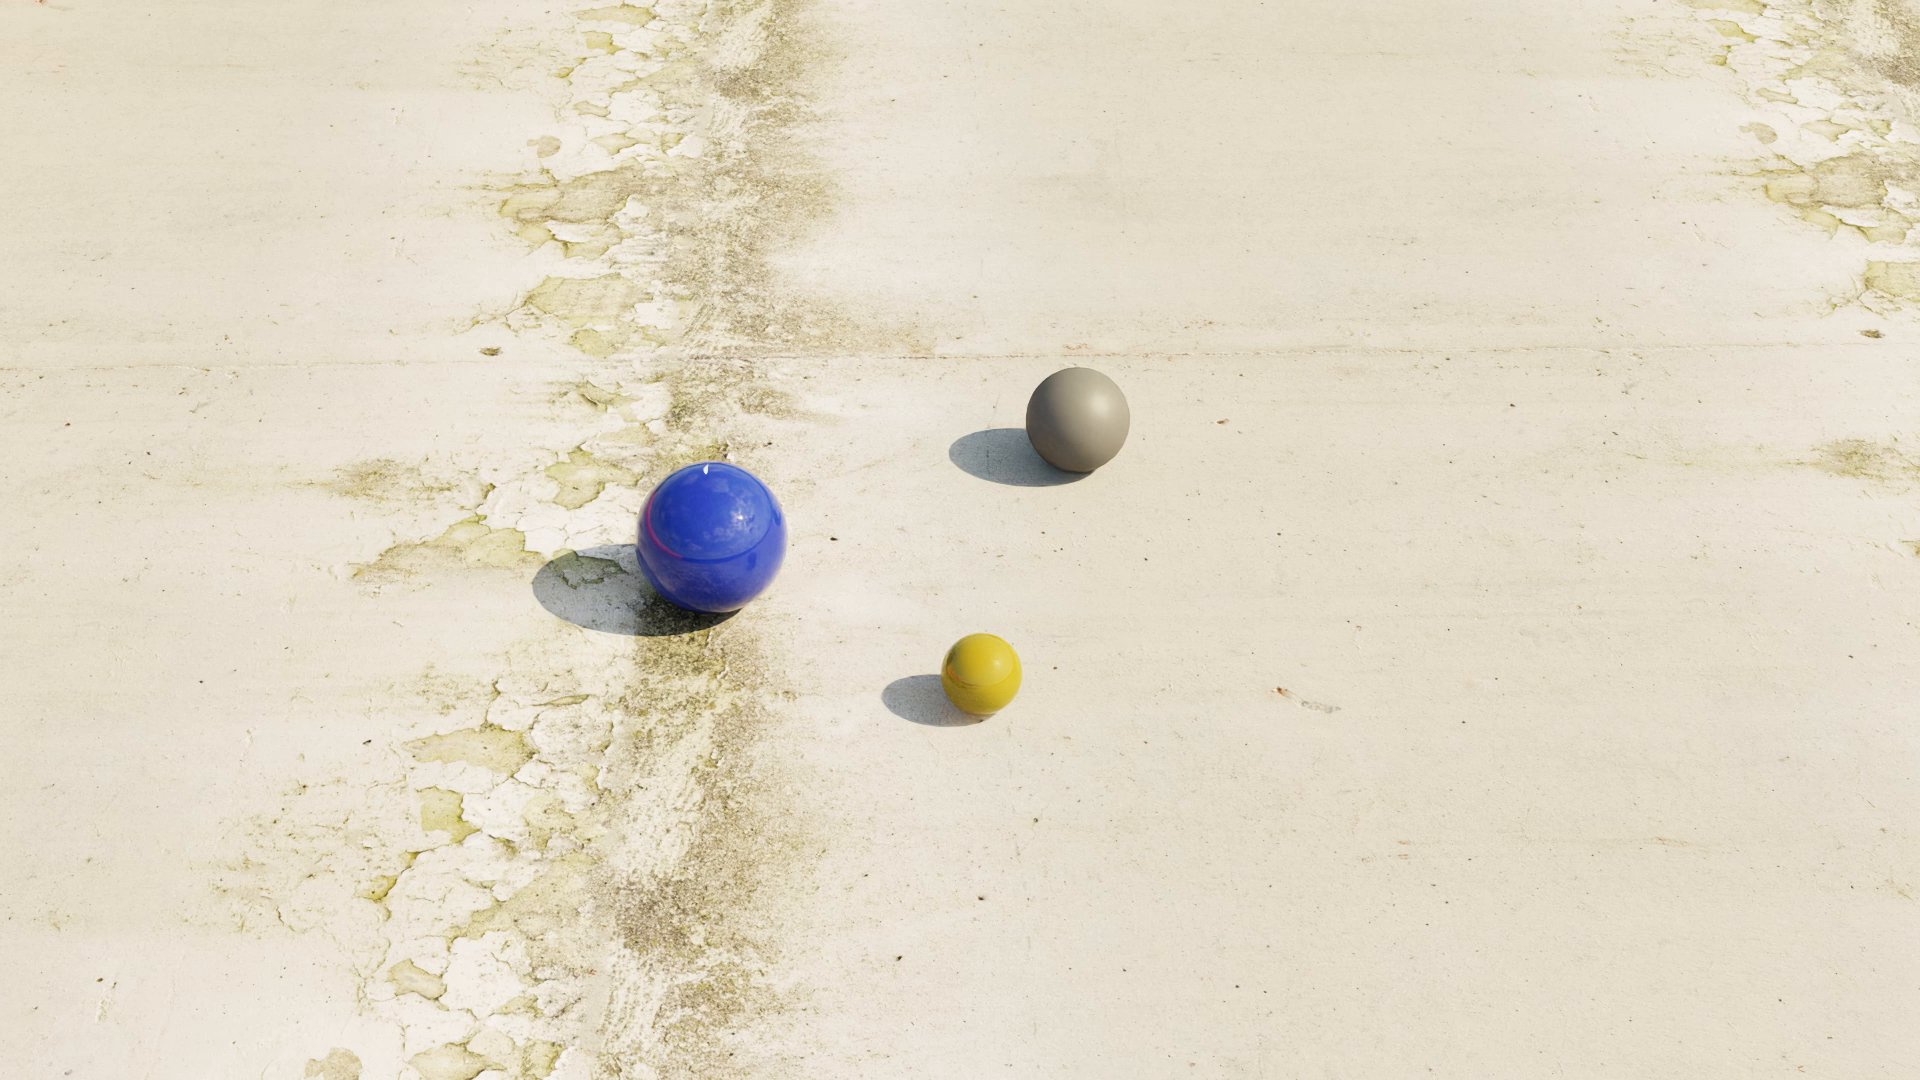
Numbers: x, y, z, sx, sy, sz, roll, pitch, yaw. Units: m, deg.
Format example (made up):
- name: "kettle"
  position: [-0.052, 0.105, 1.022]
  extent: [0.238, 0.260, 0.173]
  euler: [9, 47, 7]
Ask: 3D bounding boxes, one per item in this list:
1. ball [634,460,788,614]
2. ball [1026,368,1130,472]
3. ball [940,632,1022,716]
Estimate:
- name: "ball"
  position: [-0.153, -0.002, 1.583]
  extent: [0.095, 0.095, 0.095]
  euler: [0, 36, 0]
- name: "ball"
  position: [0.079, -0.080, 1.710]
  extent: [0.070, 0.070, 0.070]
  euler: [0, 36, 0]
- name: "ball"
  position: [0.013, 0.079, 1.512]
  extent: [0.049, 0.049, 0.049]
  euler: [0, 36, 0]
